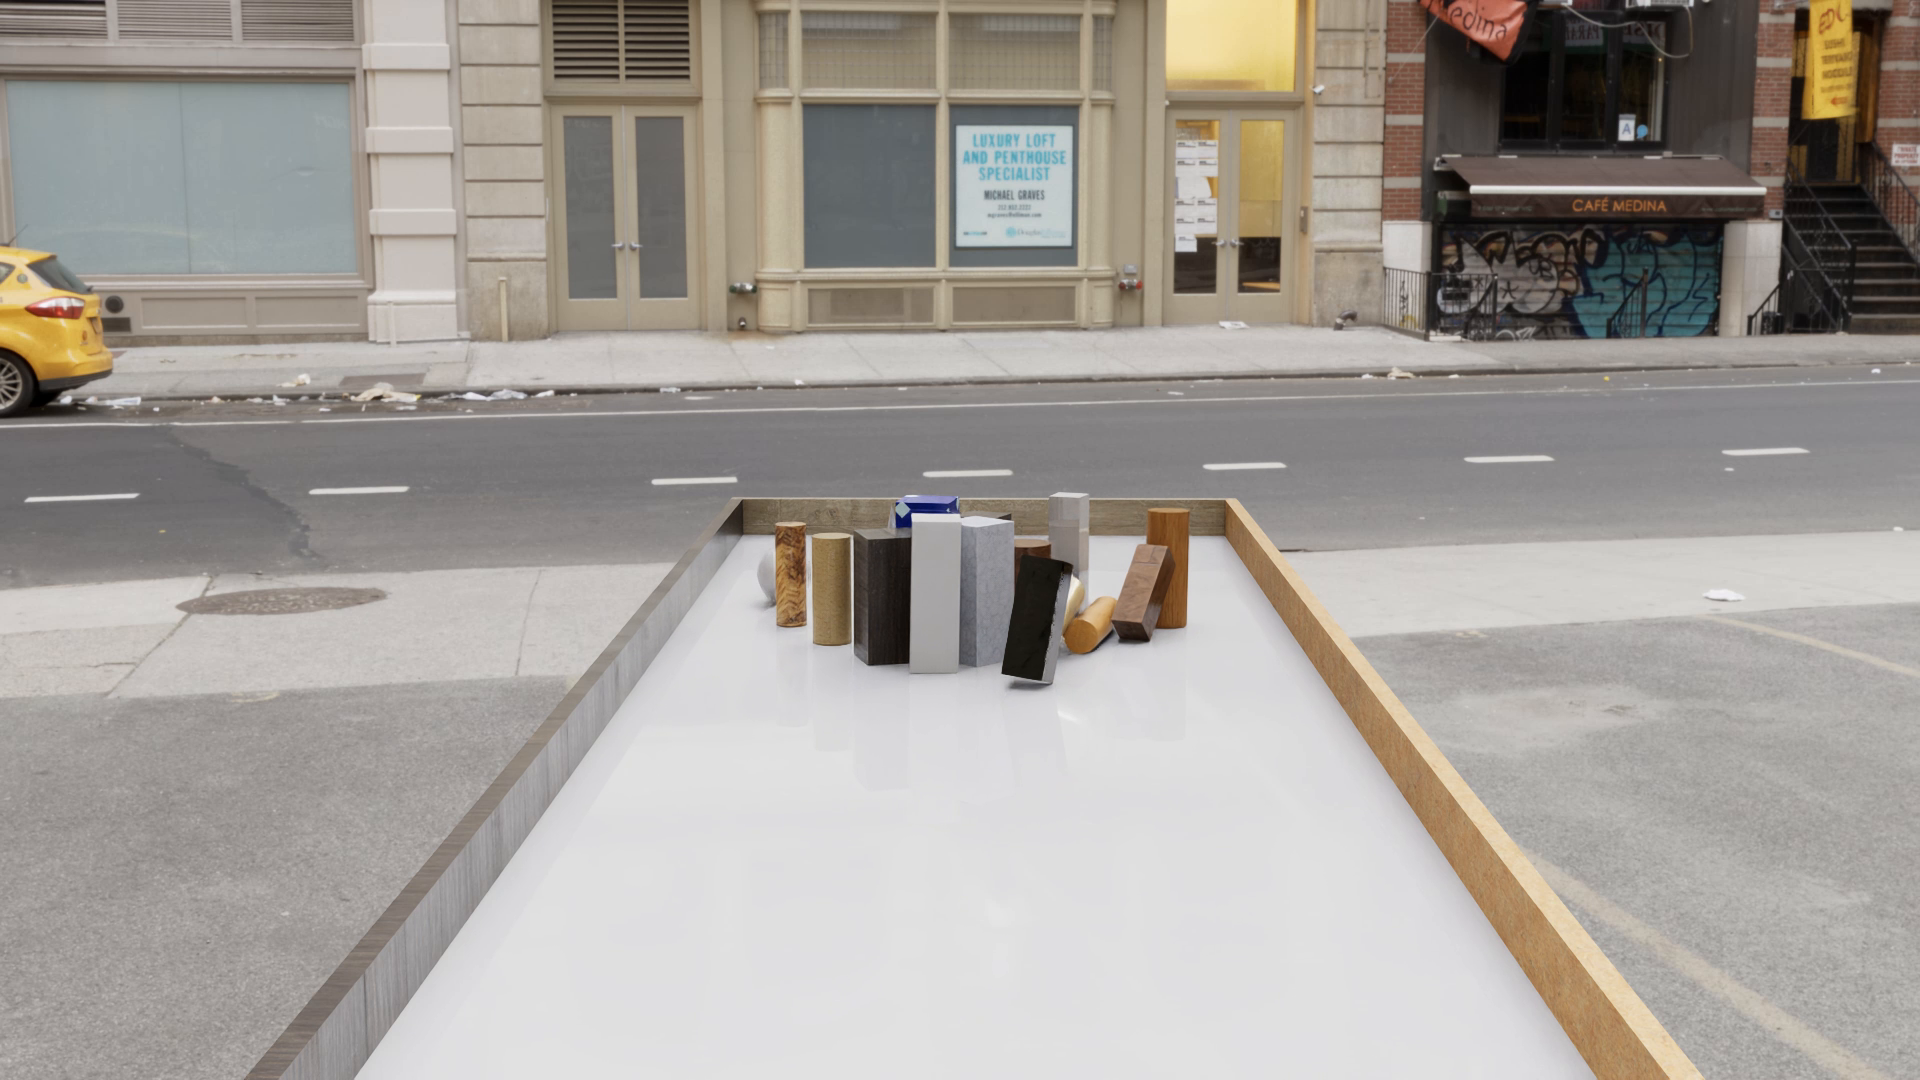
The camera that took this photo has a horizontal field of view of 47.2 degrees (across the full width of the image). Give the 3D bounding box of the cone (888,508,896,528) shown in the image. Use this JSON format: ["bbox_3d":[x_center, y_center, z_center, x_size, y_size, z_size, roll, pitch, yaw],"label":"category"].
[{"bbox_3d":[-0.221,0.083,7.176,0.156,0.410,0.156,0,9,0],"label":"cone"}]

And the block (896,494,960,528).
[{"bbox_3d":[-0.101,0.098,6.923,0.169,0.459,0.169,2,9,11],"label":"block"}]

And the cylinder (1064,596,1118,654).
[{"bbox_3d":[0.425,0.267,6.986,0.107,0.107,0.423,2,9,14],"label":"cylinder"}]

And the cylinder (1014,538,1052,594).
[{"bbox_3d":[0.201,0.165,6.955,0.173,0.317,0.173,0,9,0],"label":"cylinder"}]

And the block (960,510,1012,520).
[{"bbox_3d":[0.072,0.102,7.172,0.144,0.373,0.144,4,10,26],"label":"block"}]

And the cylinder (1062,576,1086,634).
[{"bbox_3d":[0.268,0.251,6.715,0.117,0.117,0.446,3,24,19],"label":"cylinder"}]

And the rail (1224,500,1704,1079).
[{"bbox_3d":[1.046,0.843,3.208,0.050,0.150,12.000,0,9,1],"label":"rail"}]

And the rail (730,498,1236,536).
[{"bbox_3d":[0.099,-0.098,9.147,2.100,0.150,0.050,0,9,1],"label":"rail"}]

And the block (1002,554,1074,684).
[{"bbox_3d":[0.224,0.229,6.354,0.124,0.349,0.124,9,-4,18],"label":"block"}]

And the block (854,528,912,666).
[{"bbox_3d":[-0.216,0.170,6.690,0.178,0.387,0.178,-3,10,-17],"label":"block"}]

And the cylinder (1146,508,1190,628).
[{"bbox_3d":[0.680,0.090,7.222,0.139,0.377,0.139,1,7,0],"label":"cylinder"}]

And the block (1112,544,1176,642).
[{"bbox_3d":[0.589,0.167,7.040,0.104,0.104,0.301,5,55,27],"label":"block"}]

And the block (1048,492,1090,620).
[{"bbox_3d":[0.355,0.069,7.178,0.104,0.436,0.104,3,10,21],"label":"block"}]

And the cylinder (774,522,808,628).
[{"bbox_3d":[-0.555,0.113,7.225,0.102,0.335,0.102,0,9,0],"label":"cylinder"}]

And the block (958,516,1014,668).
[{"bbox_3d":[0.050,0.154,6.676,0.162,0.425,0.162,9,13,44],"label":"block"}]

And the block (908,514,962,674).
[{"bbox_3d":[-0.075,0.158,6.541,0.144,0.455,0.144,1,10,-2],"label":"block"}]

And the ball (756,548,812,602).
[{"bbox_3d":[-0.607,0.122,7.620,0.194,0.194,0.194,0,9,0],"label":"ball"}]

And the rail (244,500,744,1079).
[{"bbox_3d":[-1.004,0.839,3.234,0.050,0.150,12.000,0,9,1],"label":"rail"}]

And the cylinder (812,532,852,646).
[{"bbox_3d":[-0.404,0.155,6.941,0.125,0.341,0.125,0,9,0],"label":"cylinder"}]
